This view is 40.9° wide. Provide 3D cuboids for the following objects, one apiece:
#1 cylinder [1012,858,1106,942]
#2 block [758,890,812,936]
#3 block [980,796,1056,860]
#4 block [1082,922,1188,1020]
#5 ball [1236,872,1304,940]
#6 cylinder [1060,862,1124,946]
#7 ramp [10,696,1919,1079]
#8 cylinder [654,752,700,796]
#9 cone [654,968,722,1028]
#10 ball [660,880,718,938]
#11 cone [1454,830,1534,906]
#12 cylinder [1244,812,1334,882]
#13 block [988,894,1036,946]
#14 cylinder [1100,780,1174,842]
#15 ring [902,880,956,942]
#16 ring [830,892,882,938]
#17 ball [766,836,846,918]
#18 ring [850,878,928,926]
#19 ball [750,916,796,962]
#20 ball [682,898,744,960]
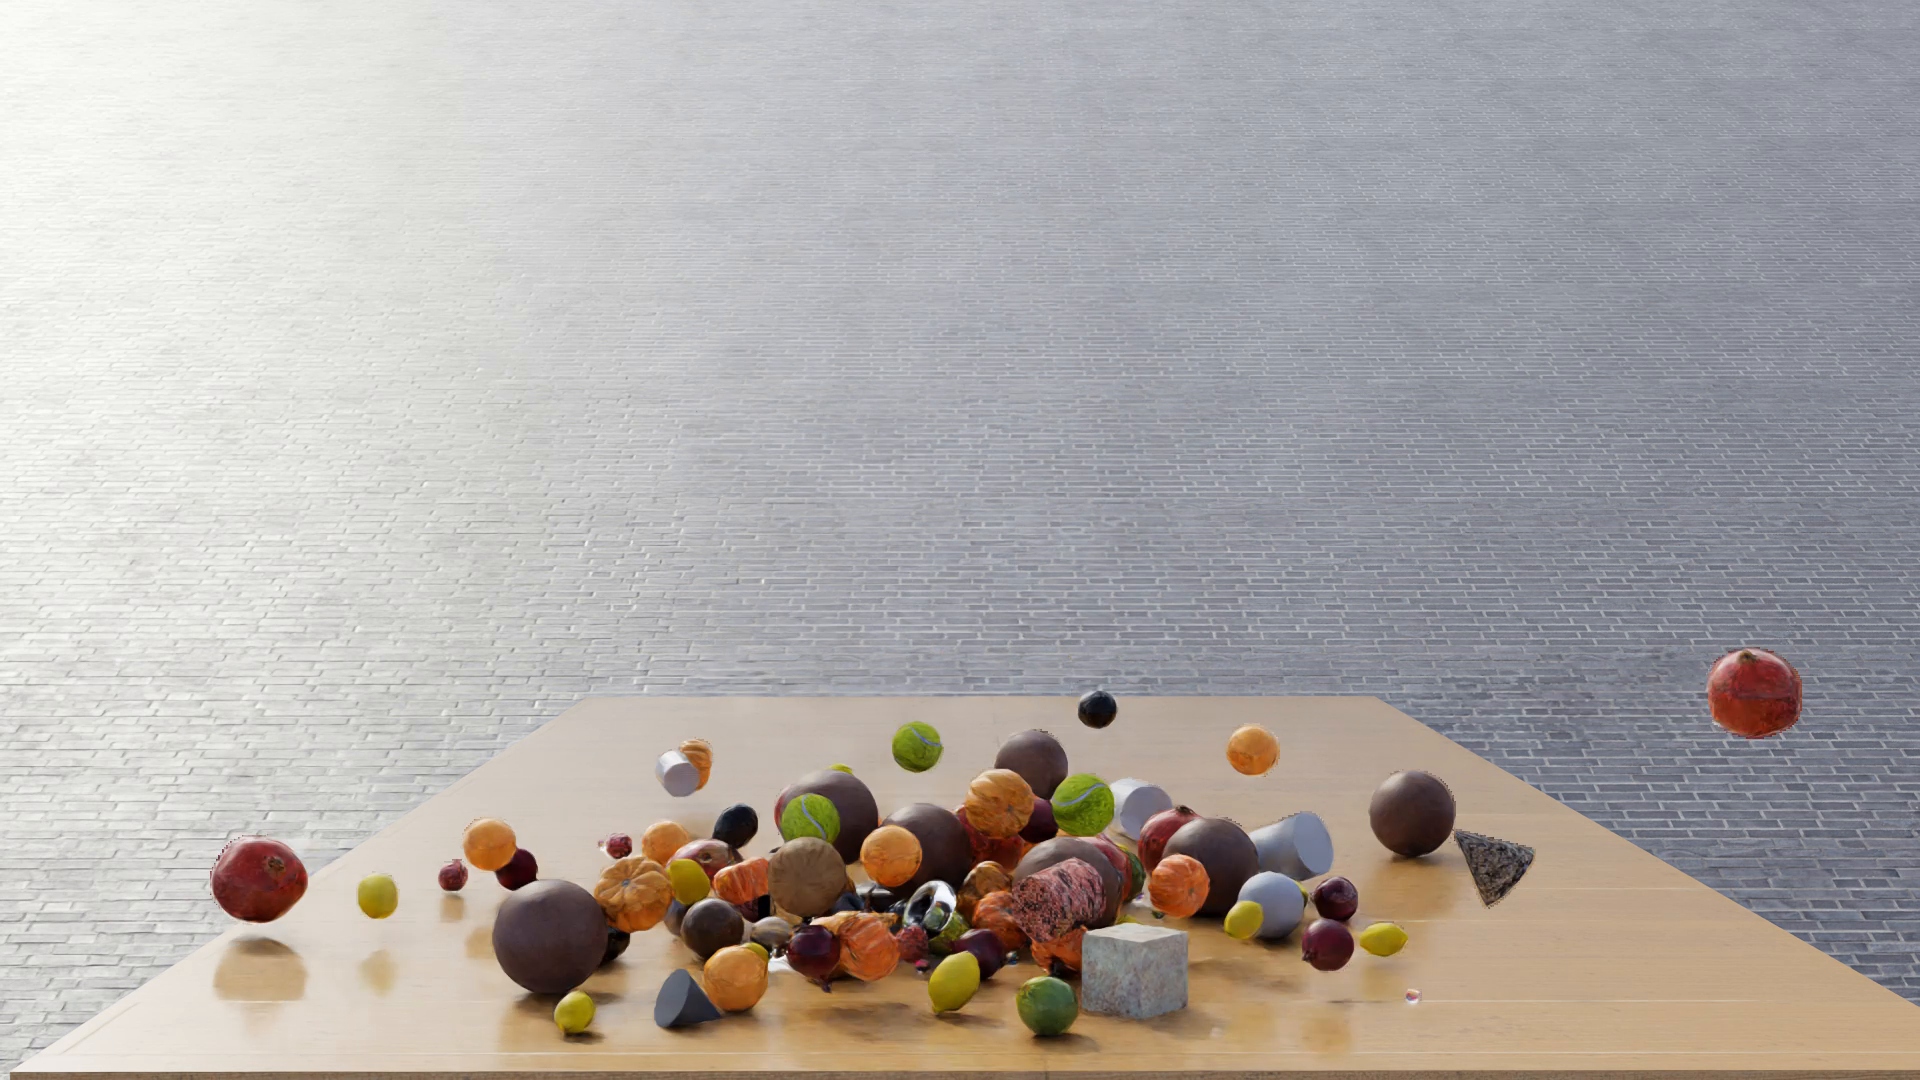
[{"bbox_3d":[0.113,0.412,2.949,0.077,0.077,0.077,22,27,40],"label":"cylinder"},{"bbox_3d":[-0.224,0.476,3.291,0.052,0.052,0.052,-1,2,-26],"label":"block"},{"bbox_3d":[0.090,0.440,3.937,0.082,0.082,0.082,-2,2,-42],"label":"block"},{"bbox_3d":[0.193,0.474,2.842,0.084,0.084,0.084,2,2,42],"label":"block"},{"bbox_3d":[0.391,0.461,3.246,0.085,0.085,0.085,0,25,0],"label":"ball"},{"bbox_3d":[0.157,0.454,3.221,0.083,0.083,0.083,10,10,-2],"label":"cylinder"},{"bbox_3d":[0.057,0.512,4.553,2.000,0.100,4.000,0,2,0],"label":"ramp"},{"bbox_3d":[-0.461,0.382,4.200,0.060,0.060,0.060,-10,13,-21],"label":"cylinder"},{"bbox_3d":[-0.281,0.503,2.767,0.067,0.067,0.067,28,12,-27],"label":"cone"},{"bbox_3d":[-0.340,0.466,3.252,0.075,0.075,0.075,0,25,0],"label":"ball"},{"bbox_3d":[0.606,0.365,2.997,0.085,0.085,0.085,41,32,0],"label":"cone"},{"bbox_3d":[0.459,0.435,3.594,0.087,0.087,0.087,-27,5,39],"label":"cylinder"},{"bbox_3d":[0.071,0.477,3.234,0.054,0.054,0.054,1,2,23],"label":"block"},{"bbox_3d":[0.281,0.431,4.100,0.090,0.090,0.090,-9,5,-18],"label":"cylinder"},{"bbox_3d":[-0.038,0.448,3.113,0.028,0.083,0.083,37,11,-25],"label":"ring"},{"bbox_3d":[-0.132,0.474,3.259,0.077,0.026,0.077,35,11,-8],"label":"ring"},{"bbox_3d":[-0.172,0.378,2.892,0.090,0.090,0.090,0,25,0],"label":"ball"},{"bbox_3d":[-0.081,0.476,3.396,0.137,0.046,0.137,1,3,0],"label":"ring"},{"bbox_3d":[-0.225,0.480,3.100,0.056,0.056,0.056,0,25,0],"label":"ball"},{"bbox_3d":[-0.299,0.470,3.116,0.075,0.075,0.075,0,25,0],"label":"ball"}]
